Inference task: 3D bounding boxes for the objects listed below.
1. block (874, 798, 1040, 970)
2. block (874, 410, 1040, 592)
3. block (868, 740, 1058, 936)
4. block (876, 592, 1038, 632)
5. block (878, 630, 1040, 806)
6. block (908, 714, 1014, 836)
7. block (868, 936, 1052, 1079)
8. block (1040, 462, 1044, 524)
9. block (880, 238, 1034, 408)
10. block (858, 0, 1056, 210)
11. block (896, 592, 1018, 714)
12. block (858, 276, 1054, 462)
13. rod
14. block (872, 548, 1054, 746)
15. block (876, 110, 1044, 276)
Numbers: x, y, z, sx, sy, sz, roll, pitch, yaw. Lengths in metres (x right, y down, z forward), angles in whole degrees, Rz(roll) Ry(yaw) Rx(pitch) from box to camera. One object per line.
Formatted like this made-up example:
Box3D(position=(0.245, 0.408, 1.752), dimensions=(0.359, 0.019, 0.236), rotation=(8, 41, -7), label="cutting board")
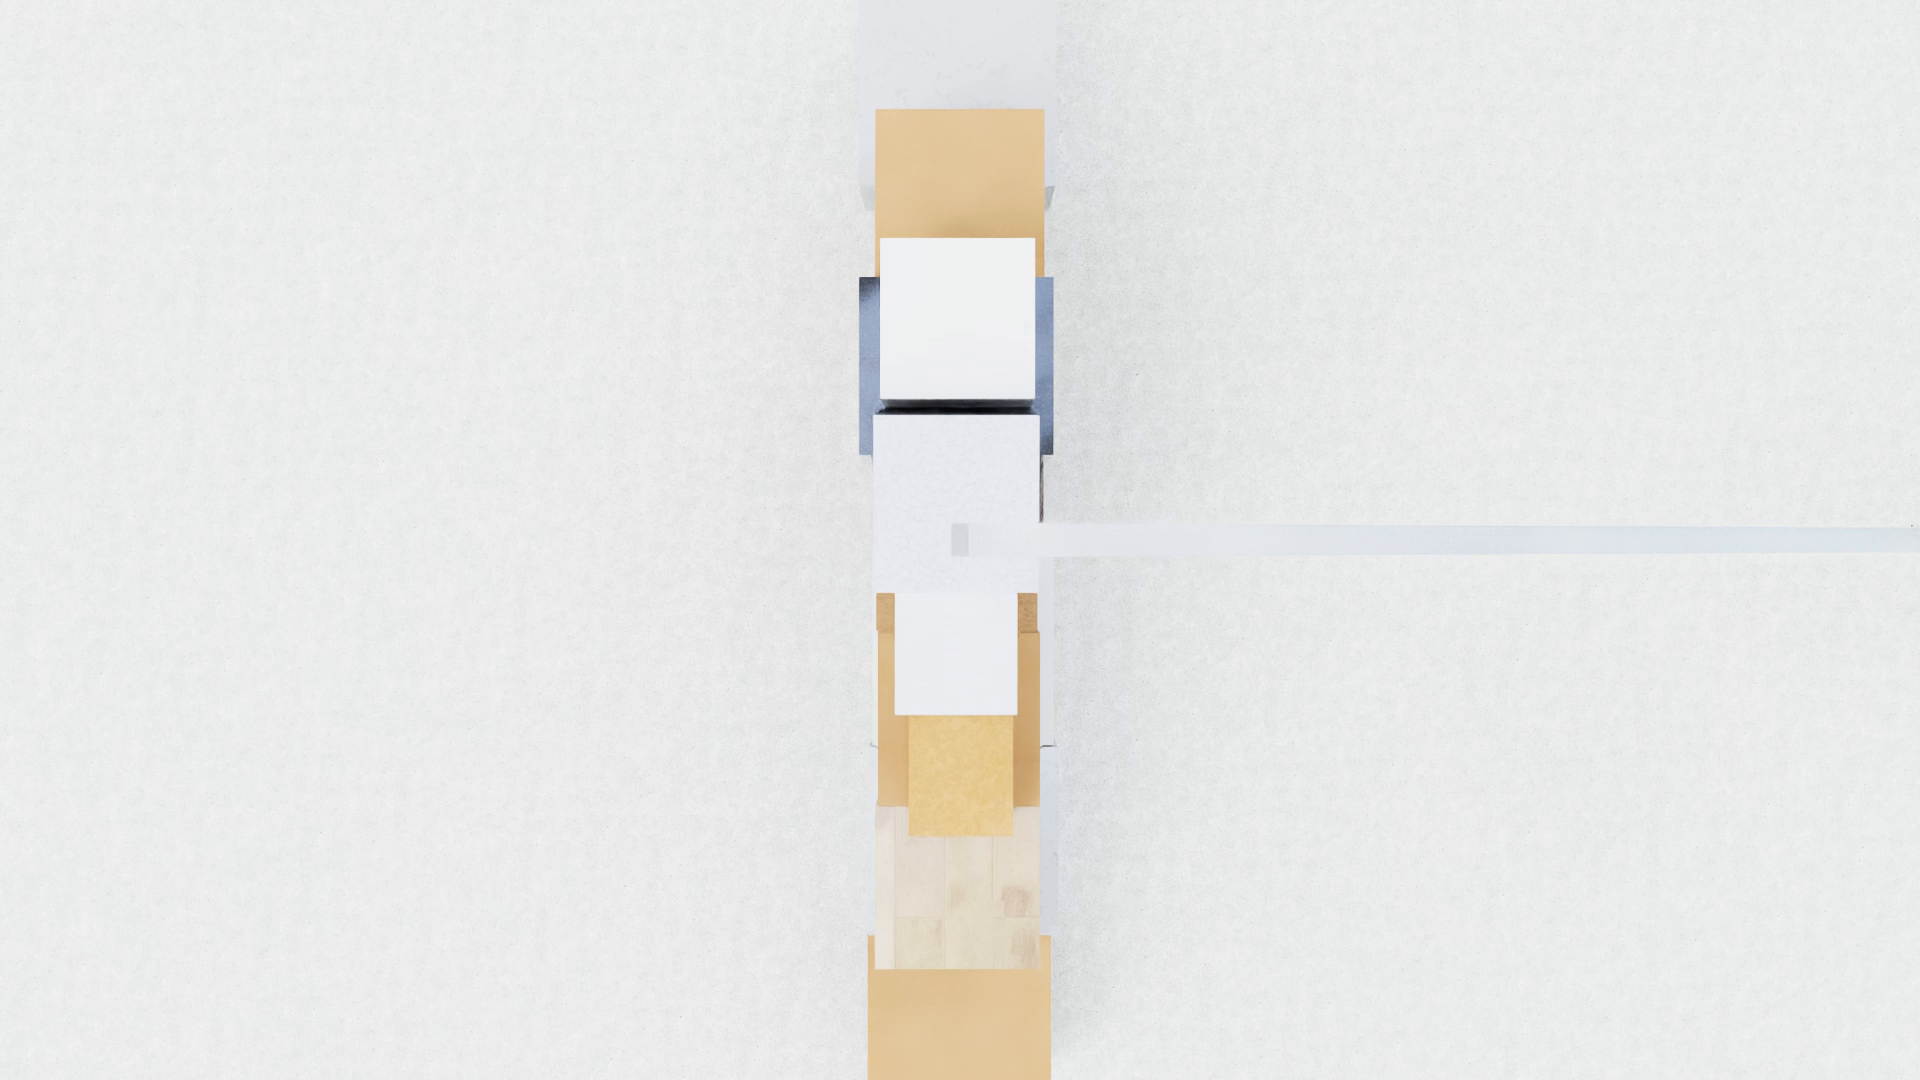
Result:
Box3D(position=(-0.014, 1.771, 11.602), dimensions=(0.841, 0.762, 0.839), rotation=(0, 90, 0), label="block")
Box3D(position=(-0.017, -0.202, 10.530), dimensions=(0.761, 0.843, 0.820), rotation=(0, 95, 0), label="block")
Box3D(position=(0.018, 1.641, 12.491), dimensions=(1.037, 1.017, 1.027), rotation=(0, 90, 0), label="block")
Box3D(position=(-0.016, 0.025, 11.525), dimensions=(0.820, 0.773, 0.860), rotation=(0, 91, 0), label="block")
Box3D(position=(-0.005, 0.903, 11.564), dimensions=(0.823, 0.821, 0.885), rotation=(0, 91, 0), label="block")
Box3D(position=(0.004, 1.128, 10.875), dimensions=(0.504, 0.562, 0.595), rotation=(0, 91, 0), label="block")
Box3D(position=(-0.003, 2.623, 12.544), dimensions=(1.009, 0.912, 0.917), rotation=(0, 90, 0), label="block")
Box3D(position=(0.000, -0.489, 12.456), dimensions=(0.905, 1.088, 1.045), rotation=(0, 90, 0), label="block")
Box3D(position=(-0.011, -1.033, 10.596), dimensions=(0.721, 0.674, 0.750), rotation=(0, 90, 0), label="block")
Box3D(position=(-0.015, -2.514, 12.542), dimensions=(1.082, 0.917, 1.135), rotation=(0, 90, 0), label="block")
Box3D(position=(-0.018, 0.518, 10.822), dimensions=(0.583, 0.651, 0.622), rotation=(0, 91, 0), label="block")
Box3D(position=(-0.018, -0.865, 11.423), dimensions=(0.968, 0.979, 0.885), rotation=(0, 90, 0), label="block")
Box3D(position=(2.212, 0.000, 6.620), dimensions=(5.200, 0.080, 0.080), rotation=(0, 90, -32), label="rod")
Box3D(position=(0.017, 0.580, 12.488), dimensions=(0.985, 1.024, 1.073), rotation=(0, 90, 0), label="block")
Box3D(position=(-0.001, -1.749, 11.607), dimensions=(0.857, 0.957, 0.872), rotation=(0, 91, 0), label="block")
